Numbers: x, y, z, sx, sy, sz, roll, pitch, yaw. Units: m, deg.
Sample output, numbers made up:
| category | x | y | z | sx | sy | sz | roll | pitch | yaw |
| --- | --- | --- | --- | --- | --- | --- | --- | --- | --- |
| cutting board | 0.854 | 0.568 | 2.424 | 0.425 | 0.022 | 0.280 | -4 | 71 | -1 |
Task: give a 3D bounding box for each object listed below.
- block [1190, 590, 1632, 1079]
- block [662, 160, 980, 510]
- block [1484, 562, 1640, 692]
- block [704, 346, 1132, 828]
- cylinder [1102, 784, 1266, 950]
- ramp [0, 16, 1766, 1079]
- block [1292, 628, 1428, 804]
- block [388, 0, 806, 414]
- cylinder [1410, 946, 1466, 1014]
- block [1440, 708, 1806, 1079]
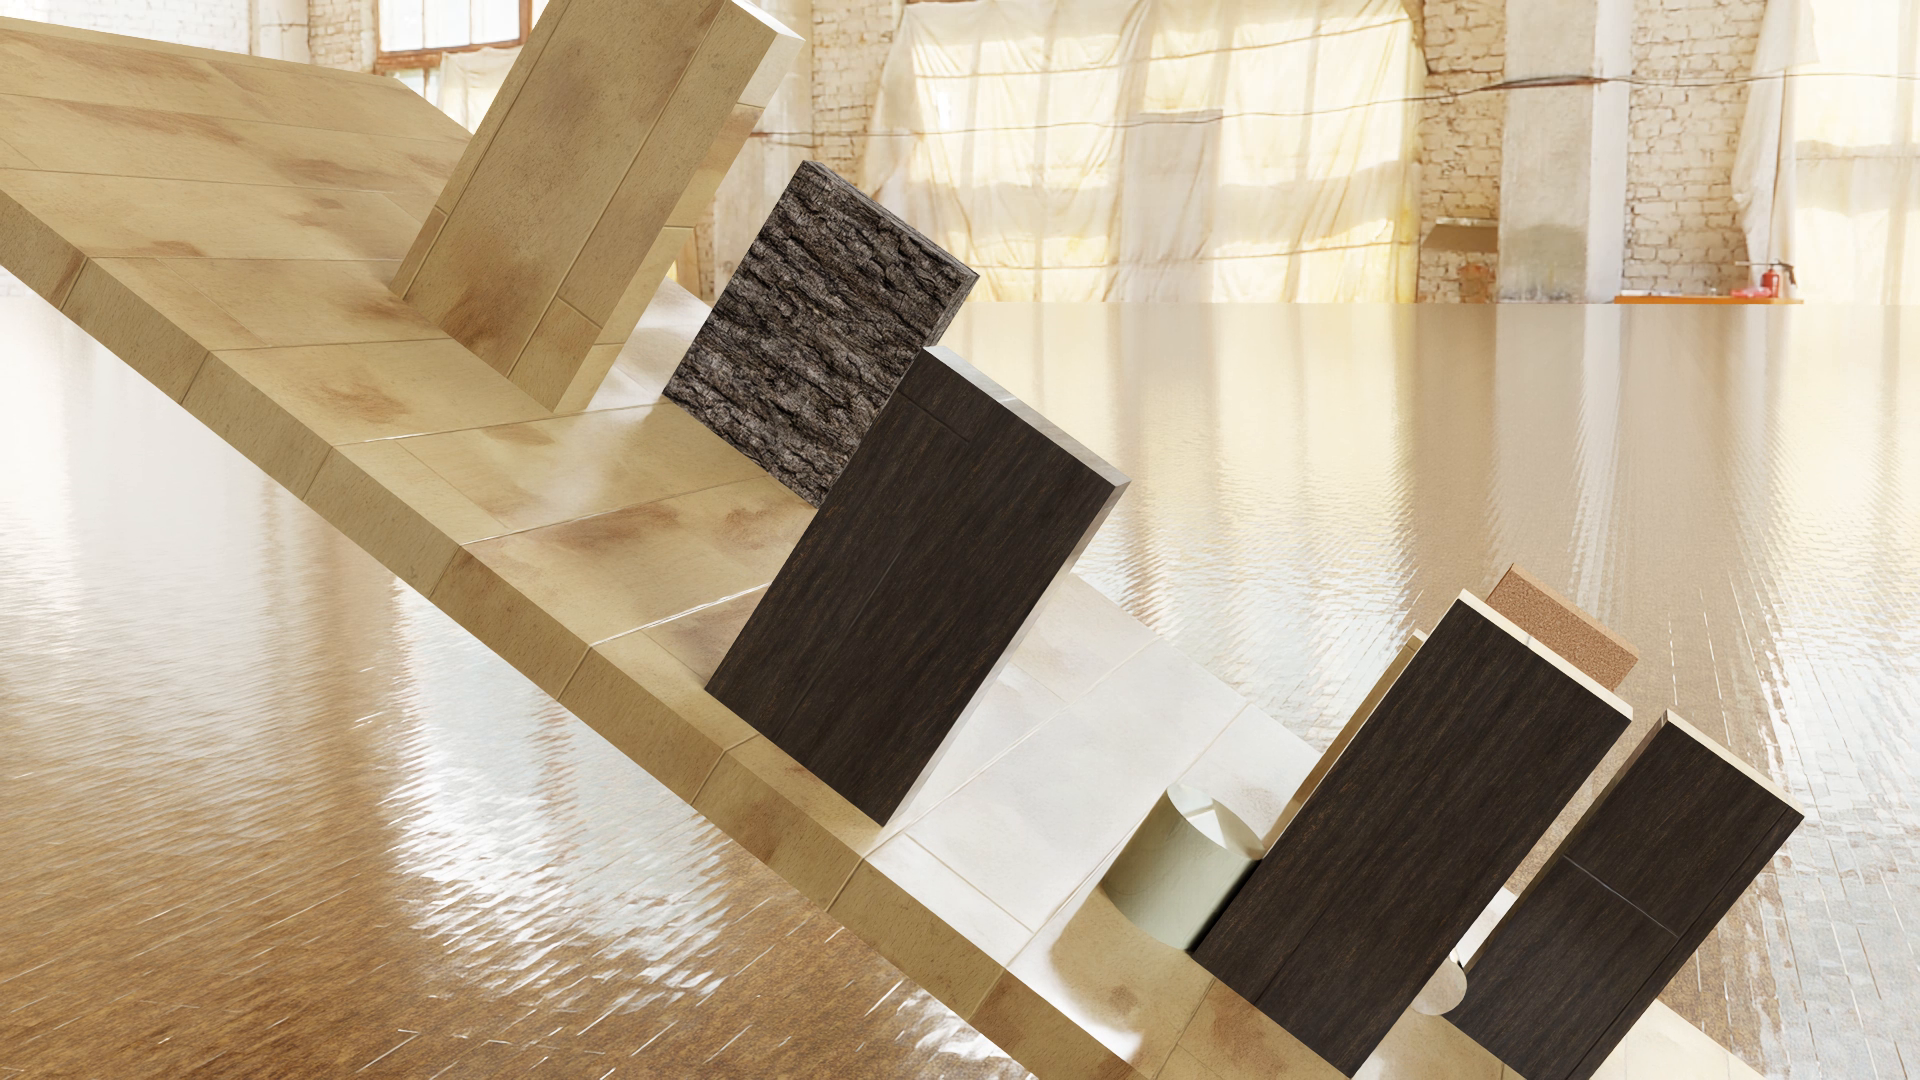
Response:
| category | x | y | z | sx | sy | sz | roll | pitch | yaw |
| --- | --- | --- | --- | --- | --- | --- | --- | --- | --- |
| block | 0.686 | 0.453 | 3.375 | 0.305 | 0.707 | 0.103 | 36 | 15 | 10 |
| block | -0.278 | -0.404 | 4.340 | 0.399 | 0.550 | 0.098 | 36 | 15 | 10 |
| block | 1.101 | 0.389 | 4.599 | 0.309 | 0.612 | 0.125 | 36 | 15 | 10 |
| block | -0.067 | 0.068 | 3.201 | 0.339 | 0.613 | 0.104 | 36 | 15 | 10 |
| cylinder | 0.355 | 0.518 | 3.493 | 0.187 | 0.187 | 0.187 | 31 | 15 | -10 |
| ramp | -0.112 | 0.192 | 4.092 | 4.000 | 0.100 | 2.000 | 36 | 15 | 10 |
| block | 0.966 | 0.473 | 4.432 | 0.416 | 0.420 | 0.081 | 36 | 15 | 10 |
| block | -0.655 | -0.665 | 3.923 | 0.394 | 0.787 | 0.131 | 36 | 15 | 10 |
| cylinder | 0.824 | 0.755 | 3.859 | 0.114 | 0.114 | 0.114 | 1 | 16 | 5 |
| block | 1.138 | 0.640 | 3.815 | 0.269 | 0.659 | 0.106 | 36 | 15 | 10 |
